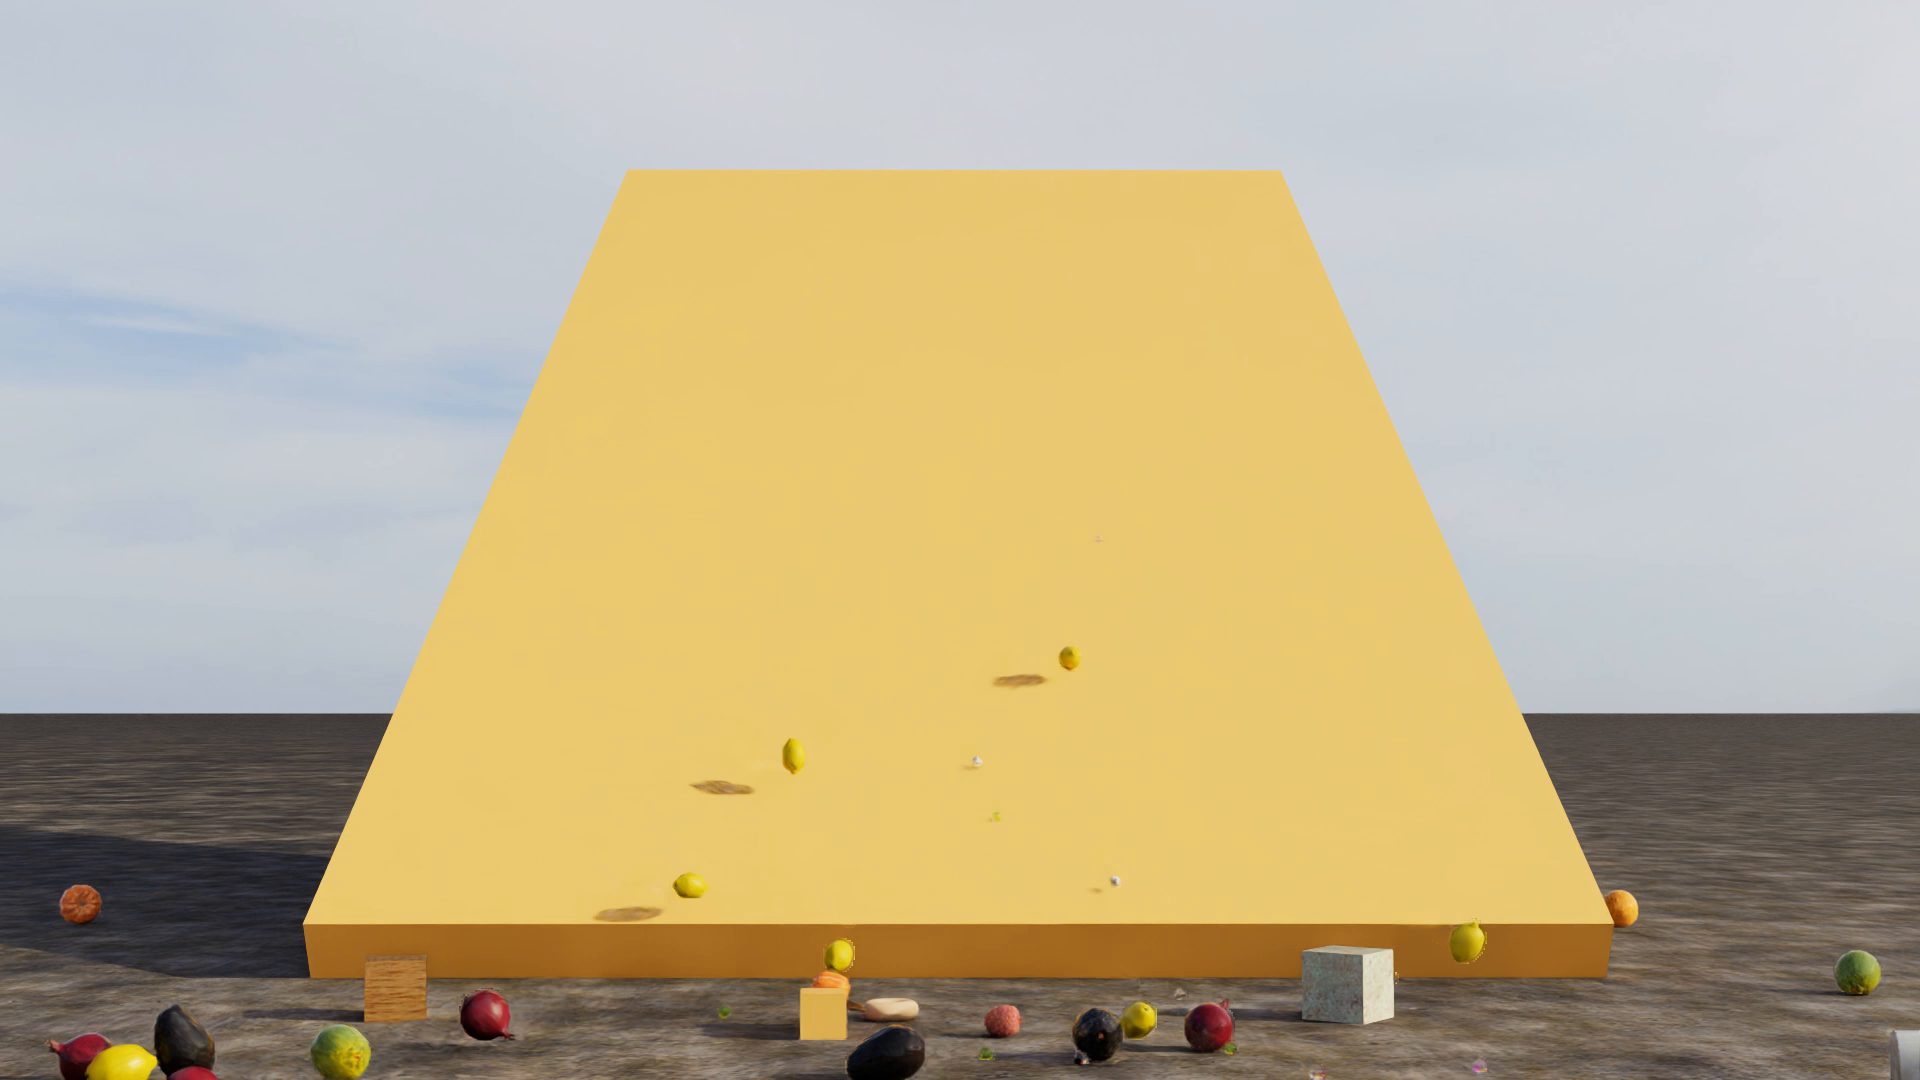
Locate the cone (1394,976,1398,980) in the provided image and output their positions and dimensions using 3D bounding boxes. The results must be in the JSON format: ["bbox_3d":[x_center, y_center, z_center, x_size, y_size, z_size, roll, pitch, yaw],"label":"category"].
[{"bbox_3d":[0.563,0.622,3.256,0.064,0.064,0.064,28,-11,6],"label":"cone"}]

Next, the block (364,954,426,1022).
[{"bbox_3d":[-0.759,0.603,3.161,0.080,0.080,0.080,1,-4,-13],"label":"block"}]

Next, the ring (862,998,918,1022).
[{"bbox_3d":[-0.093,0.629,3.142,0.077,0.026,0.077,-1,-5,0],"label":"ring"}]

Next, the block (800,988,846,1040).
[{"bbox_3d":[-0.173,0.600,2.973,0.058,0.058,0.058,0,-4,-3],"label":"block"}]

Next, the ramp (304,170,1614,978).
[{"bbox_3d":[-0.009,-0.229,5.408,2.000,0.100,4.000,0,25,0],"label":"ramp"}]

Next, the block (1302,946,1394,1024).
[{"bbox_3d":[0.522,0.597,3.157,0.091,0.091,0.091,-3,-5,36],"label":"block"}]
